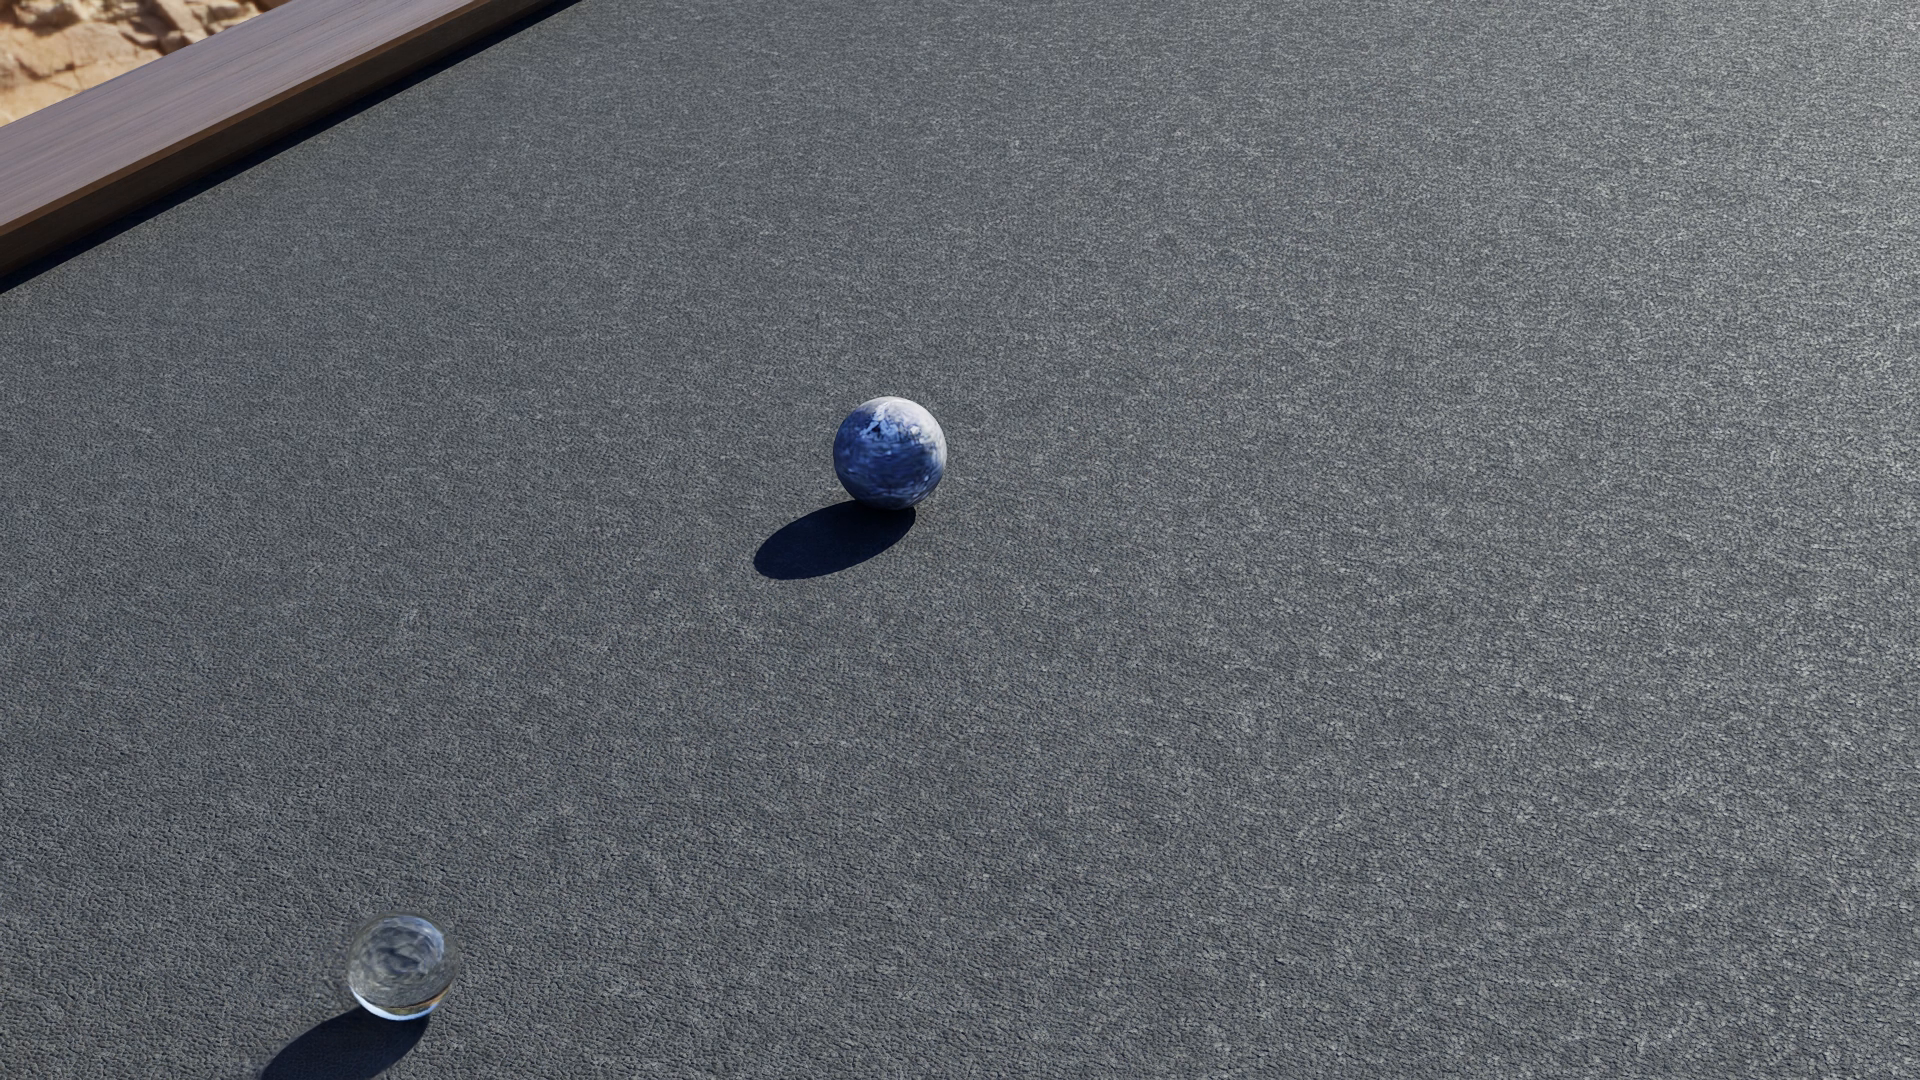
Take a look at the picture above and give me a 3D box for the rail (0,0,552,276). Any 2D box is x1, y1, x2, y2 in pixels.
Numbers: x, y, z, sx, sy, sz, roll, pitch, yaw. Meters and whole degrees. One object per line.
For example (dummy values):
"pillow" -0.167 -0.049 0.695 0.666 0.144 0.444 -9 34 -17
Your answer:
"rail" -0.513 -0.493 2.786 0.045 0.115 3.176 10 28 20

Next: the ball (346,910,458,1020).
"ball" -0.269 0.205 1.417 0.053 0.053 0.053 0 26 0

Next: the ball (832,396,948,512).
"ball" -0.046 -0.057 1.931 0.075 0.075 0.075 0 26 0
